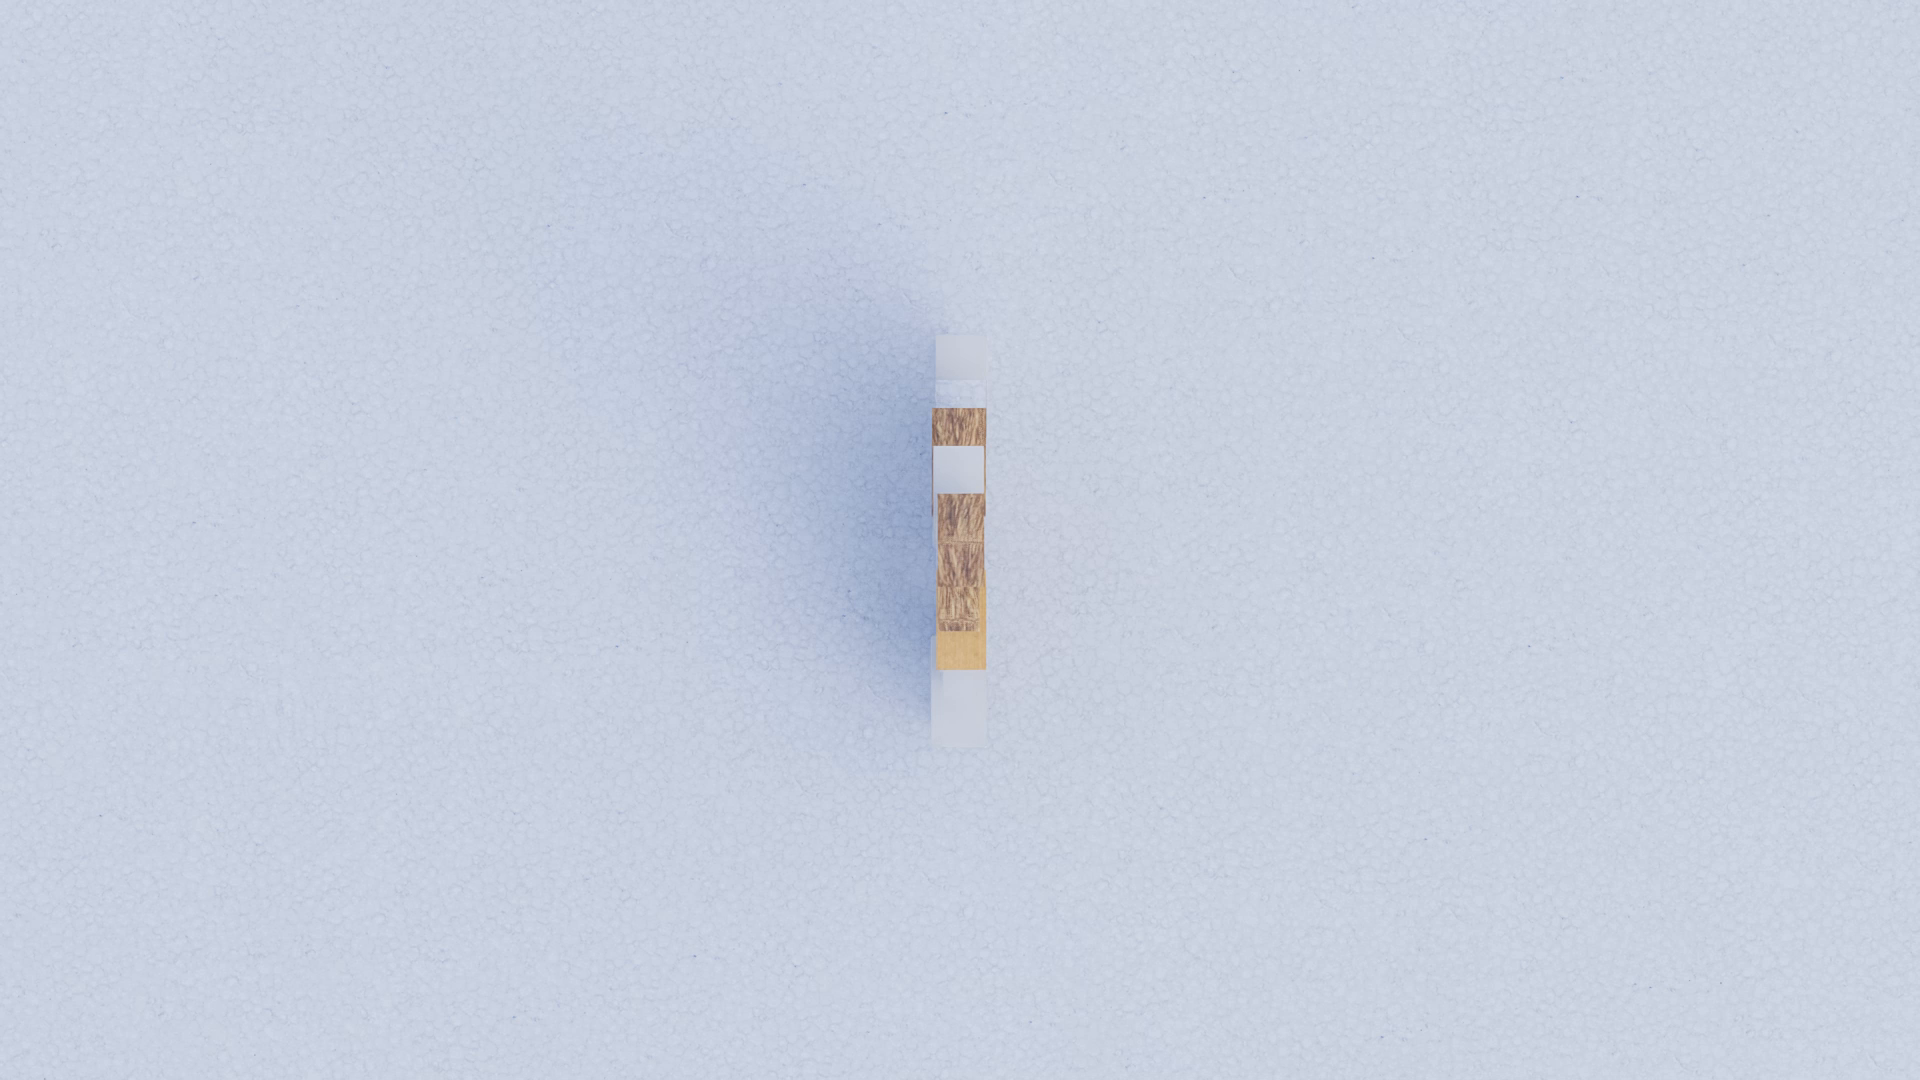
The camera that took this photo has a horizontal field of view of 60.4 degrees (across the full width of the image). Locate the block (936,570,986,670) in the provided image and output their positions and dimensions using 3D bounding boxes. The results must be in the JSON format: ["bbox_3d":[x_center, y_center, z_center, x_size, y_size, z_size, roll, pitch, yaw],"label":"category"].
[{"bbox_3d":[0.005,0.220,4.572,0.138,0.039,0.275,0,90,0],"label":"block"}]

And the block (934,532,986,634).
[{"bbox_3d":[-0.002,0.133,5.159,0.159,0.045,0.319,0,90,0],"label":"block"}]

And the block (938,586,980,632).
[{"bbox_3d":[-0.003,0.130,4.321,0.108,0.031,0.216,0,90,0],"label":"block"}]

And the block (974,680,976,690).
[{"bbox_3d":[-0.002,0.435,5.014,0.094,0.189,0.027,0,90,0],"label":"block"}]

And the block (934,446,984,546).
[{"bbox_3d":[-0.004,-0.111,4.193,0.128,0.036,0.256,0,90,0],"label":"block"}]

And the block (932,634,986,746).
[{"bbox_3d":[-0.004,0.468,5.133,0.171,0.049,0.343,0,90,0],"label":"block"}]

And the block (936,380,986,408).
[{"bbox_3d":[0.001,-0.319,4.823,0.147,0.042,0.293,0,90,0],"label":"block"}]

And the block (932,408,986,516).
[{"bbox_3d":[-0.002,-0.211,4.487,0.147,0.042,0.294,0,90,0],"label":"block"}]

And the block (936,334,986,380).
[{"bbox_3d":[0.004,-0.481,5.160,0.159,0.045,0.318,0,90,0],"label":"block"}]

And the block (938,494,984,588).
[{"bbox_3d":[0.003,0.000,3.936,0.111,0.031,0.222,0,90,0],"label":"block"}]

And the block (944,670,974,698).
[{"bbox_3d":[-0.003,0.371,4.906,0.094,0.027,0.189,0,90,0],"label":"block"}]
